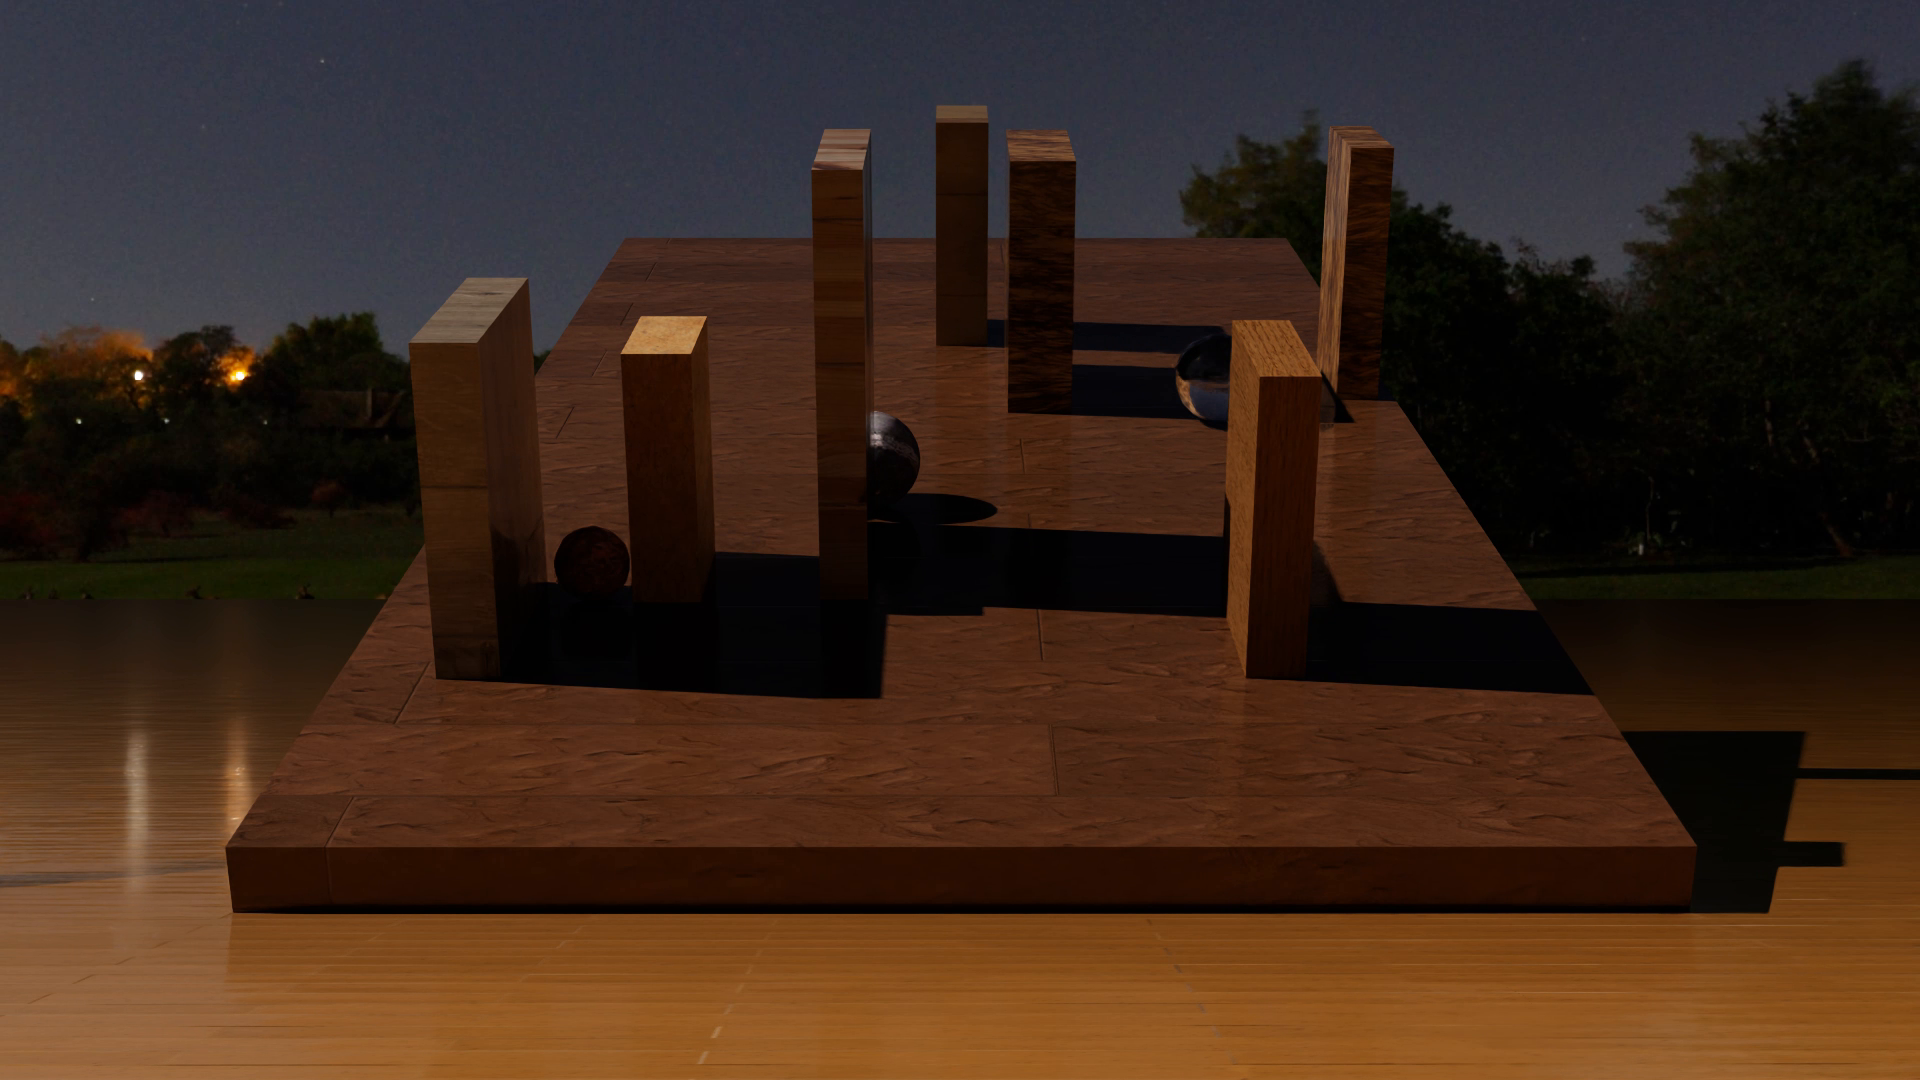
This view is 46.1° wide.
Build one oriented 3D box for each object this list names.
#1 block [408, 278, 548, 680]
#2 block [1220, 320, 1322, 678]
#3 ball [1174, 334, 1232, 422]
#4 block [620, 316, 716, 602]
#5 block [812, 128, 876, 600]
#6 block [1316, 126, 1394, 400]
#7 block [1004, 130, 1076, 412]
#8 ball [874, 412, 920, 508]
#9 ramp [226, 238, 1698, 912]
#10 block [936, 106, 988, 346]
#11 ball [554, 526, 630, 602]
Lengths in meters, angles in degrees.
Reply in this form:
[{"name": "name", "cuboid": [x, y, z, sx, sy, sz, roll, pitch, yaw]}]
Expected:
[{"name": "block", "cuboid": [-0.787, -0.112, 3.731, 0.104, 0.554, 0.443, 0, 19, 0]}, {"name": "block", "cuboid": [0.506, -0.074, 3.707, 0.096, 0.500, 0.357, 0, 19, 0]}, {"name": "ball", "cuboid": [0.570, -0.356, 4.965, 0.195, 0.195, 0.195, 0, -1, 0]}, {"name": "block", "cuboid": [-0.511, -0.145, 3.987, 0.118, 0.447, 0.263, 0, 19, 0]}, {"name": "block", "cuboid": [-0.203, -0.321, 4.024, 0.084, 0.754, 0.415, 0, 19, 0]}, {"name": "block", "cuboid": [0.908, -0.643, 5.210, 0.095, 0.575, 0.303, 0, 19, 0]}, {"name": "block", "cuboid": [0.178, -0.621, 5.160, 0.142, 0.564, 0.422, 0, 19, 0]}, {"name": "ball", "cuboid": [-0.173, -0.156, 4.403, 0.191, 0.191, 0.191, 0, -1, 0]}, {"name": "ramp", "cuboid": [-0.005, -0.202, 4.970, 2.000, 0.100, 4.000, 0, 19, 0]}, {"name": "block", "cuboid": [0.004, -0.790, 5.655, 0.126, 0.552, 0.271, 0, 19, 0]}, {"name": "ball", "cuboid": [-0.640, 0.041, 3.933, 0.130, 0.130, 0.130, 0, -1, 0]}]
